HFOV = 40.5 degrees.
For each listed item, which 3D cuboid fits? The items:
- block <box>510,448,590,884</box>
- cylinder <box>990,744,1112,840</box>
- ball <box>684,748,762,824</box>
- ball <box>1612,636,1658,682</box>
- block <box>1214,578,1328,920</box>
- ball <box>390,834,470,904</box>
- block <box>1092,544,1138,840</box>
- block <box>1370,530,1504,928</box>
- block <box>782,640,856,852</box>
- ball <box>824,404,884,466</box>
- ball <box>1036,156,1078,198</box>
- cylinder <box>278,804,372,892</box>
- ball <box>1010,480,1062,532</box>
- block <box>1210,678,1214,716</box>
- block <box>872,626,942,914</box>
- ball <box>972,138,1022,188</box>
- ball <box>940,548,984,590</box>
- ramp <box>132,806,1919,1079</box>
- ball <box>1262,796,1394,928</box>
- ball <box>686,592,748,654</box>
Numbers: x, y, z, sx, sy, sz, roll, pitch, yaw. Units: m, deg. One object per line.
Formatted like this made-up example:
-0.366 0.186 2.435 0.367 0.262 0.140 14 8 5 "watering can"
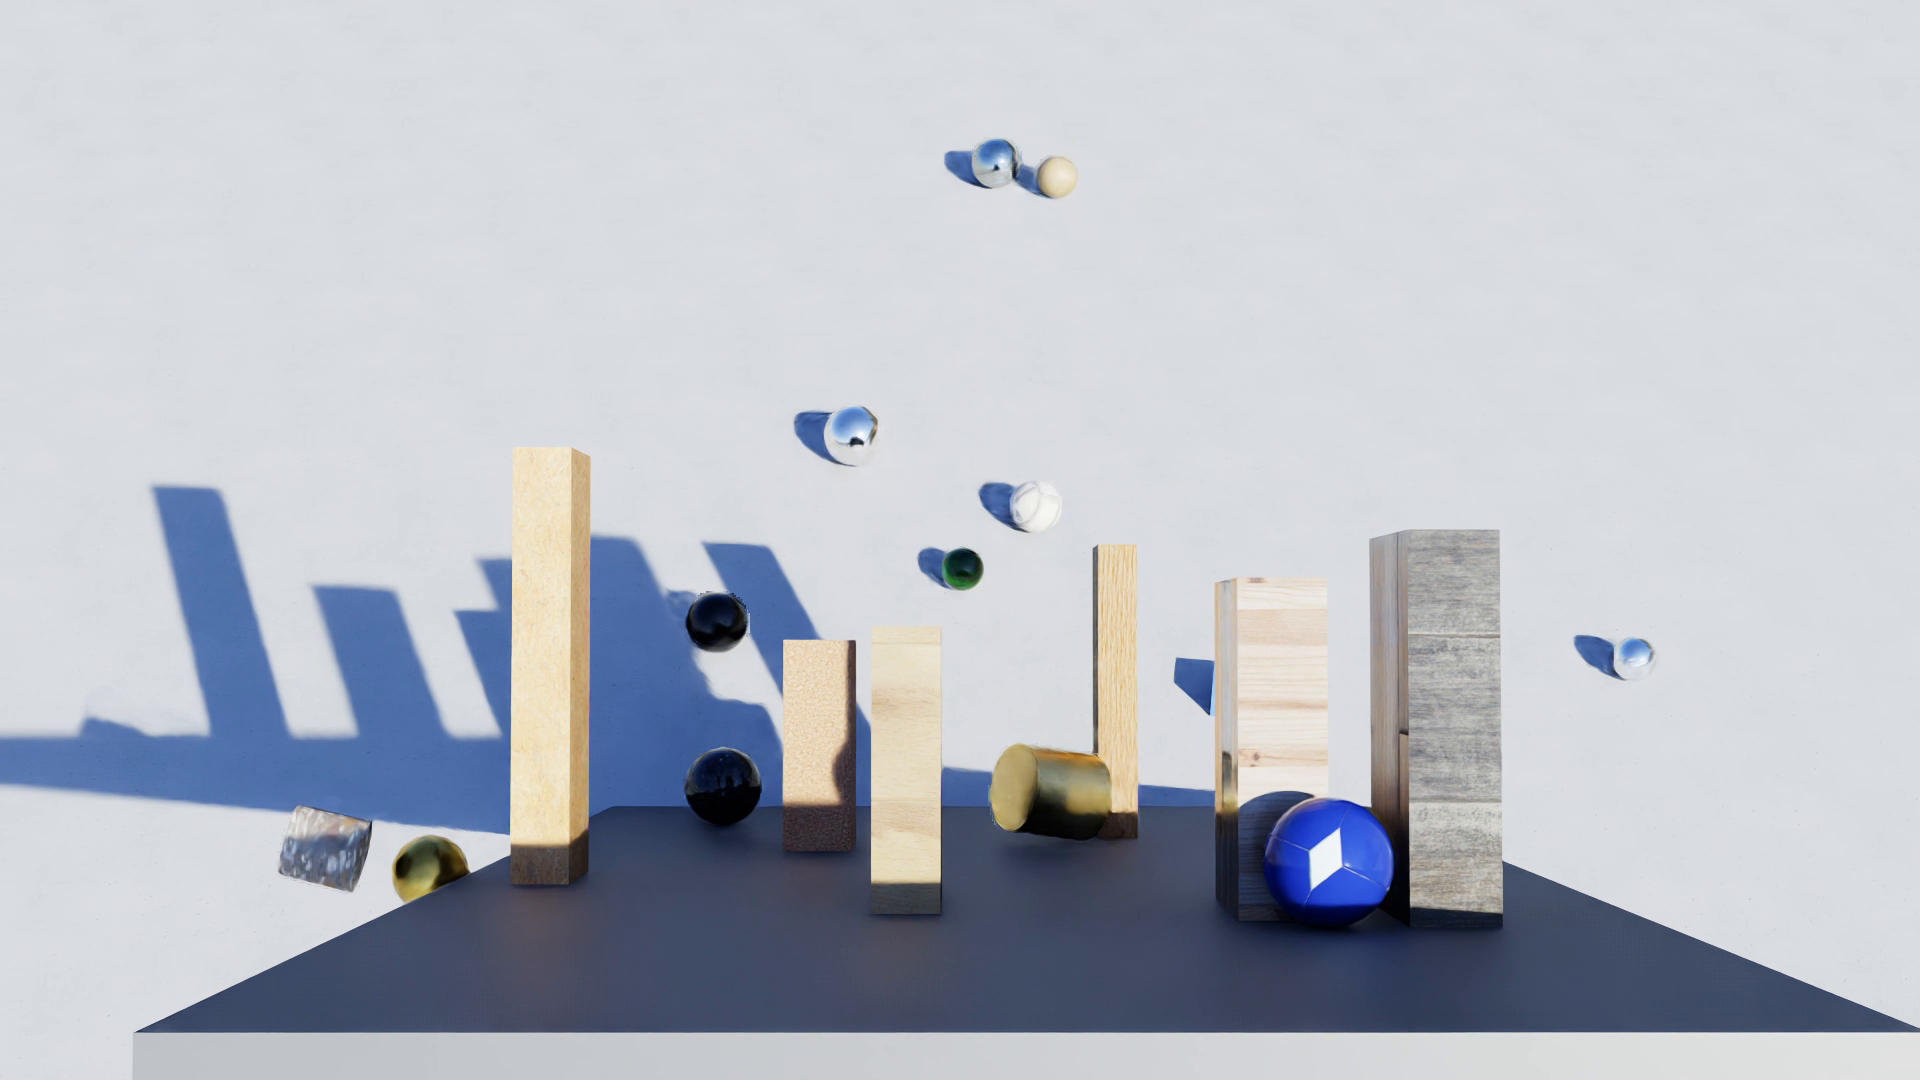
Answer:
-0.755 0.230 4.808 0.105 0.787 0.246 0 -2 0 "block"
0.196 0.544 5.611 0.189 0.189 0.189 11 28 -30 "cylinder"
-0.565 0.586 6.198 0.184 0.184 0.184 0 36 0 "ball"
1.923 0.339 7.414 0.128 0.128 0.128 0 36 0 "ball"
0.505 0.333 4.249 0.141 0.536 0.366 0 -2 0 "block"
-1.009 0.635 4.952 0.146 0.146 0.146 0 36 0 "ball"
0.349 0.339 5.873 0.086 0.651 0.248 0 -2 0 "block"
0.756 0.294 4.156 0.142 0.607 0.371 0 -2 0 "block"
-0.298 0.433 5.553 0.141 0.439 0.281 0 -2 0 "block"
-0.337 -0.334 8.278 0.195 0.195 0.195 0 36 0 "ball"
0.363 -1.356 9.705 0.157 0.157 0.157 0 36 0 "ball"
-1.191 0.579 4.883 0.137 0.137 0.137 15 37 -3 "cylinder"
0.233 -0.104 7.988 0.164 0.164 0.164 0 36 0 "ball"
0.766 0.422 7.314 0.112 0.112 0.112 5 36 6 "block"
-0.087 0.374 4.311 0.111 0.460 0.293 0 -2 0 "block"
0.136 -1.415 9.761 0.187 0.187 0.187 0 36 0 "ball"
0.007 0.087 7.757 0.130 0.130 0.130 0 36 0 "ball"
0.080 0.677 4.889 2.000 0.100 4.000 0 -2 0 "ramp"
0.561 0.491 3.961 0.199 0.199 0.199 0 36 0 "ball"
-0.702 0.239 7.509 0.178 0.178 0.178 0 36 0 "ball"
